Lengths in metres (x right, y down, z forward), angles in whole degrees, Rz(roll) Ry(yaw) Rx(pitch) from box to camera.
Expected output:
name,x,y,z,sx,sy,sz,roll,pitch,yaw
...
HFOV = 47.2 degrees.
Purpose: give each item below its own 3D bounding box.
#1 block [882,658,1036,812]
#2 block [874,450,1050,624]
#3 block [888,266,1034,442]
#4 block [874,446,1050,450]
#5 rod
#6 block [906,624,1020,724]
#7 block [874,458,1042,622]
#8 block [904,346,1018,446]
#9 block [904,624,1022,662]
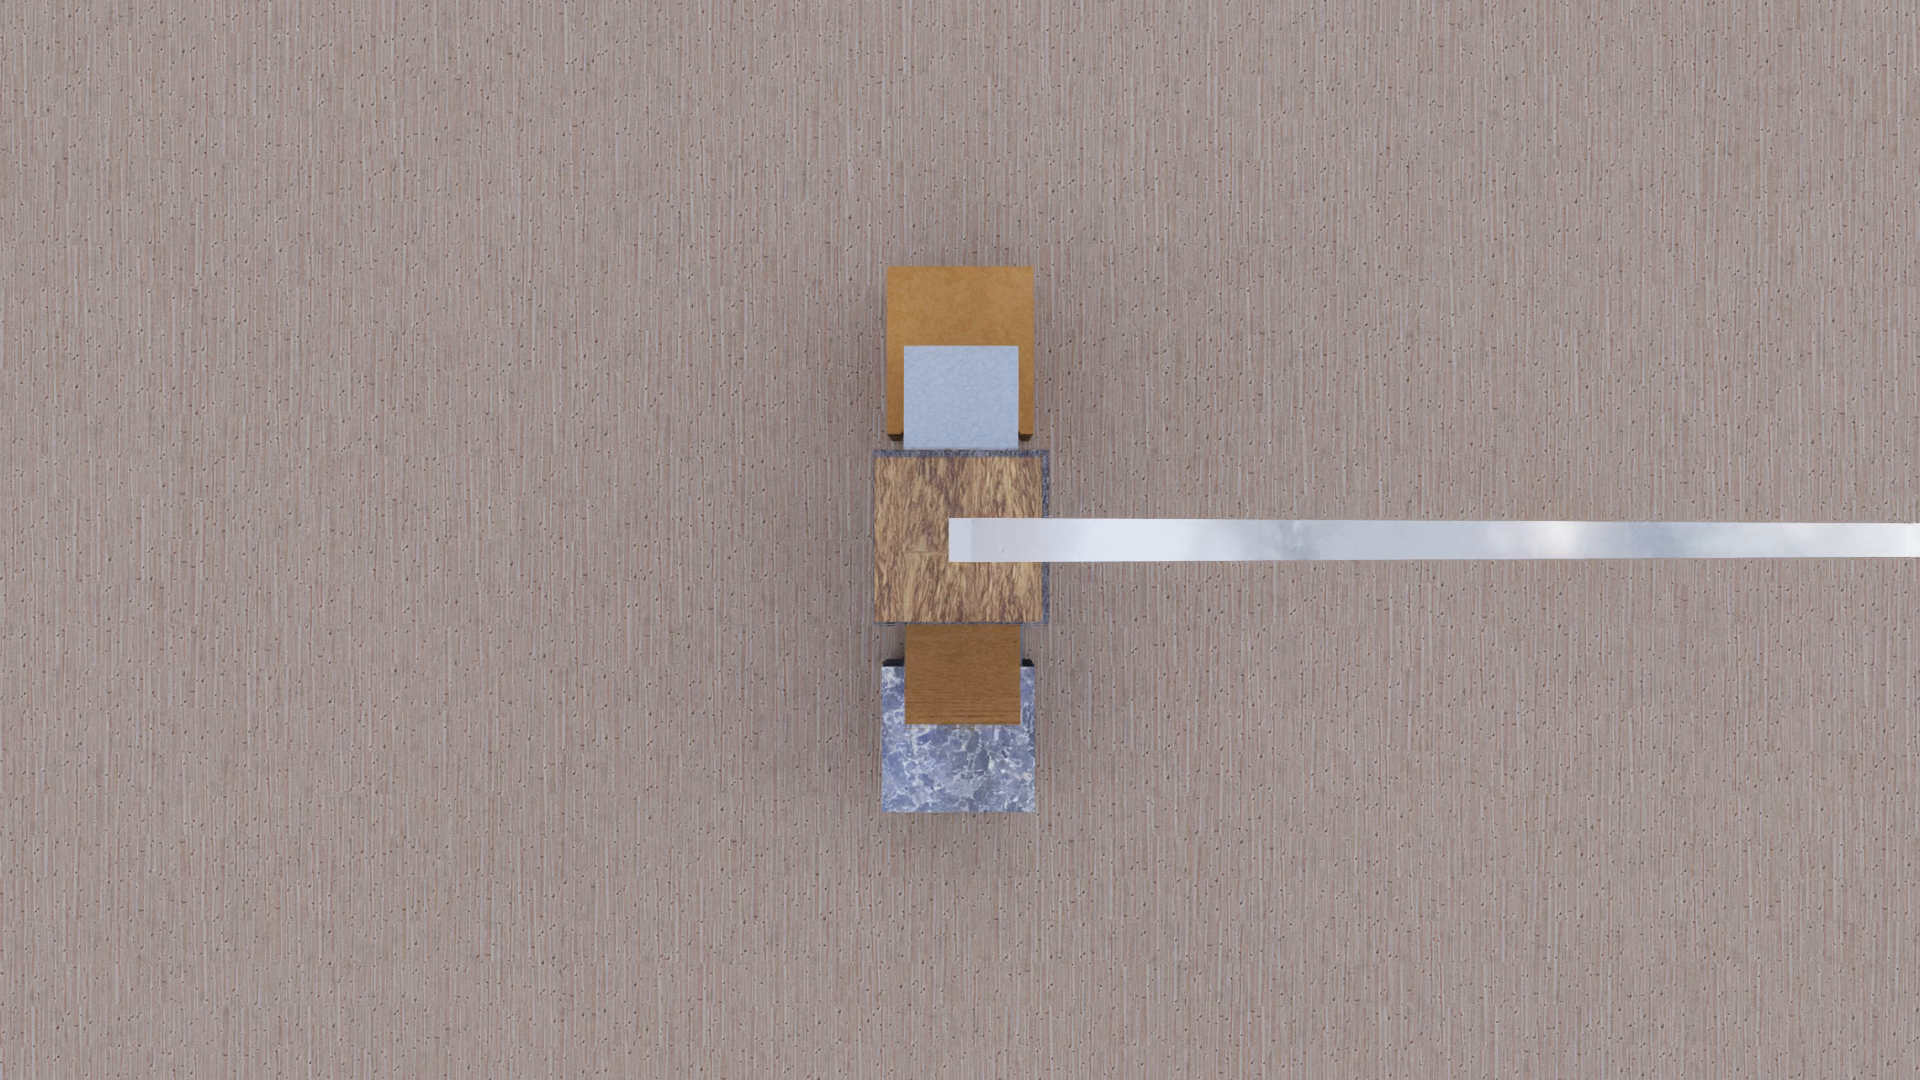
name,x,y,z,sx,sy,sz,roll,pitch,yaw
block,-0.008,1.107,12.601,0.850,0.797,0.808,0,90,0
block,0.005,-0.017,9.018,0.696,0.638,0.690,0,91,0
block,0.002,-1.048,12.573,0.809,0.854,0.926,0,90,0
block,0.007,-0.032,10.368,0.806,0.672,0.787,0,90,0
rod,2.234,0.000,5.352,5.200,0.080,0.080,0,90,-31
block,0.014,0.644,11.875,0.605,0.659,0.677,0,87,0
block,-0.007,-0.007,8.373,0.613,0.653,0.603,0,91,0
block,0.006,-0.723,11.806,0.597,0.679,0.577,0,90,0
block,0.019,0.372,12.646,0.664,0.700,0.633,0,89,0
